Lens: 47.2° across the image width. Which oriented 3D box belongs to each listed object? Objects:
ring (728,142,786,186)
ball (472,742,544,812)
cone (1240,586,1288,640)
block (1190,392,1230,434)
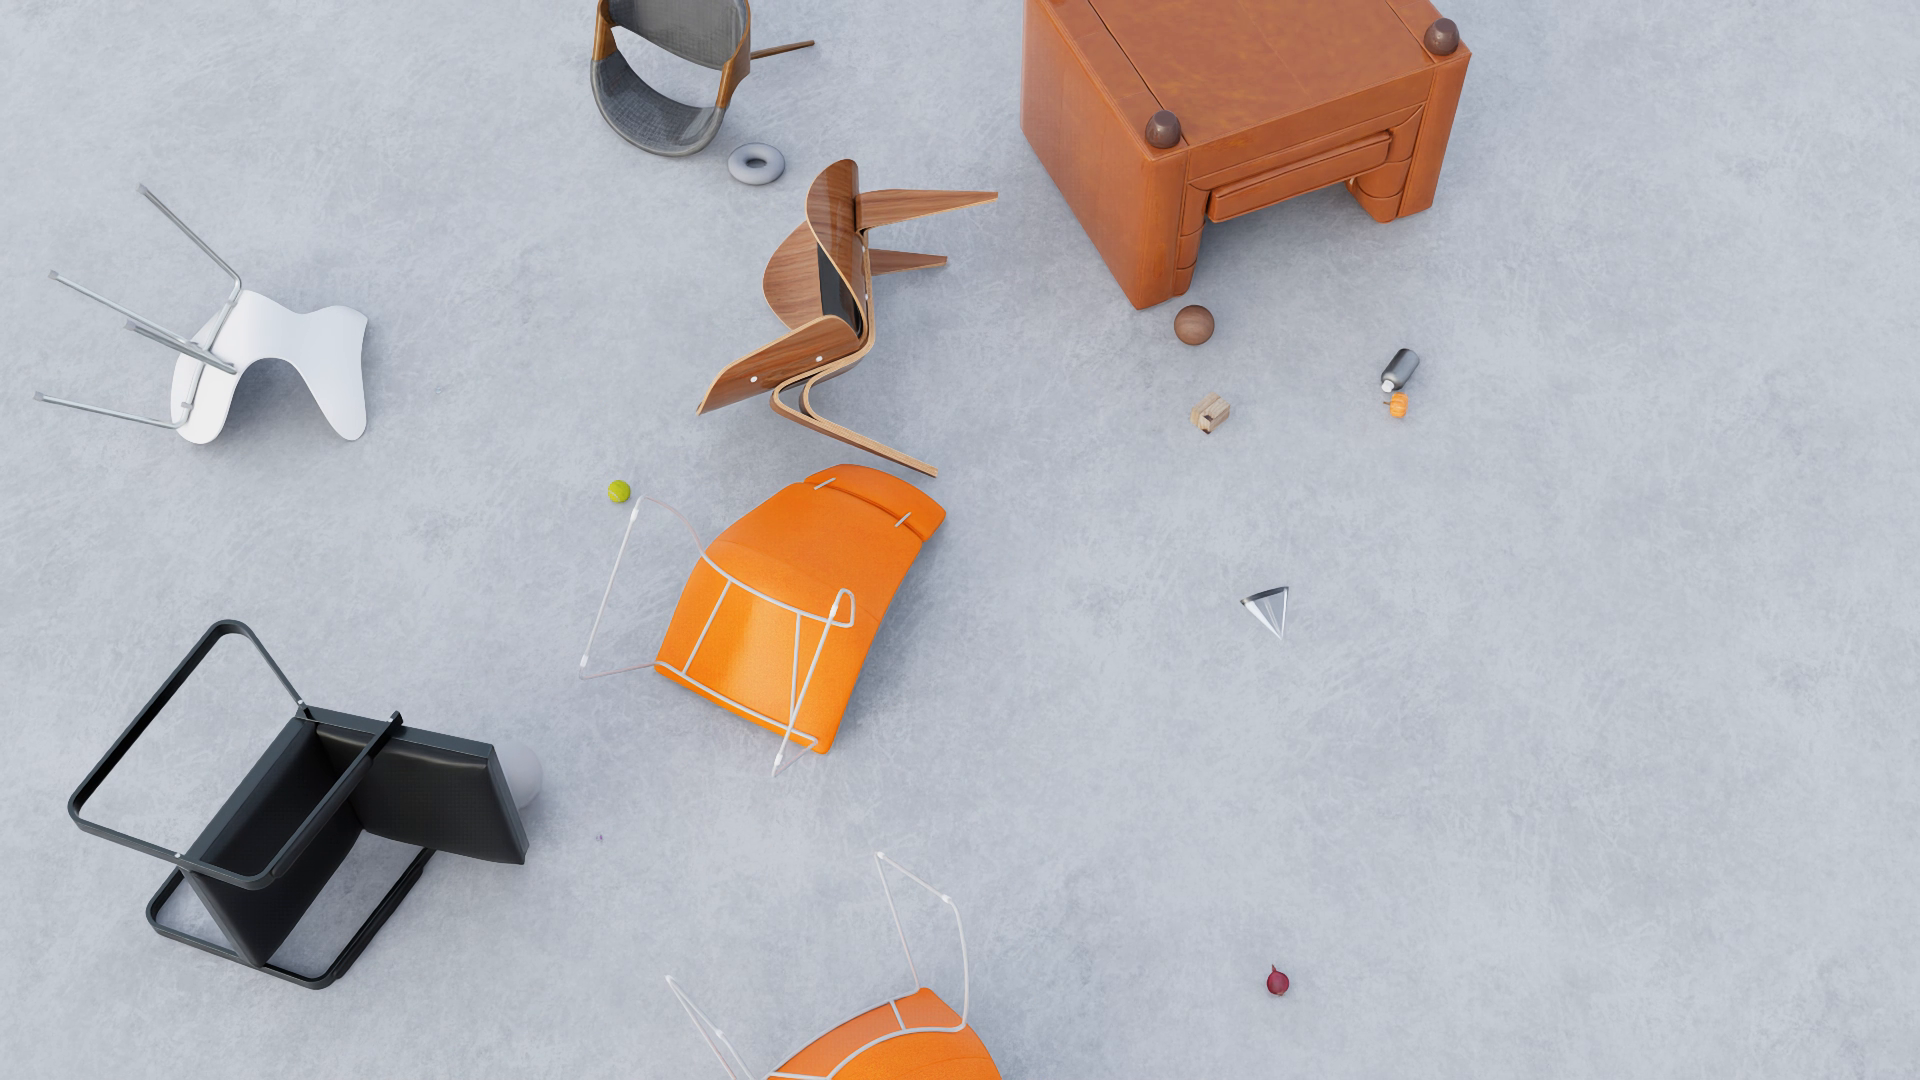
[{"bbox_3d":[-0.684,-1.264,7.387,0.195,0.059,0.171,5,57,2],"label":"ring"},{"bbox_3d":[-1.239,0.648,6.024,0.191,0.191,0.191,0,56,0],"label":"ball"},{"bbox_3d":[0.912,0.225,6.402,0.156,0.071,0.147,-15,71,-11],"label":"cone"},{"bbox_3d":[0.774,-0.393,6.798,0.095,0.066,0.075,-39,64,-23],"label":"block"}]
